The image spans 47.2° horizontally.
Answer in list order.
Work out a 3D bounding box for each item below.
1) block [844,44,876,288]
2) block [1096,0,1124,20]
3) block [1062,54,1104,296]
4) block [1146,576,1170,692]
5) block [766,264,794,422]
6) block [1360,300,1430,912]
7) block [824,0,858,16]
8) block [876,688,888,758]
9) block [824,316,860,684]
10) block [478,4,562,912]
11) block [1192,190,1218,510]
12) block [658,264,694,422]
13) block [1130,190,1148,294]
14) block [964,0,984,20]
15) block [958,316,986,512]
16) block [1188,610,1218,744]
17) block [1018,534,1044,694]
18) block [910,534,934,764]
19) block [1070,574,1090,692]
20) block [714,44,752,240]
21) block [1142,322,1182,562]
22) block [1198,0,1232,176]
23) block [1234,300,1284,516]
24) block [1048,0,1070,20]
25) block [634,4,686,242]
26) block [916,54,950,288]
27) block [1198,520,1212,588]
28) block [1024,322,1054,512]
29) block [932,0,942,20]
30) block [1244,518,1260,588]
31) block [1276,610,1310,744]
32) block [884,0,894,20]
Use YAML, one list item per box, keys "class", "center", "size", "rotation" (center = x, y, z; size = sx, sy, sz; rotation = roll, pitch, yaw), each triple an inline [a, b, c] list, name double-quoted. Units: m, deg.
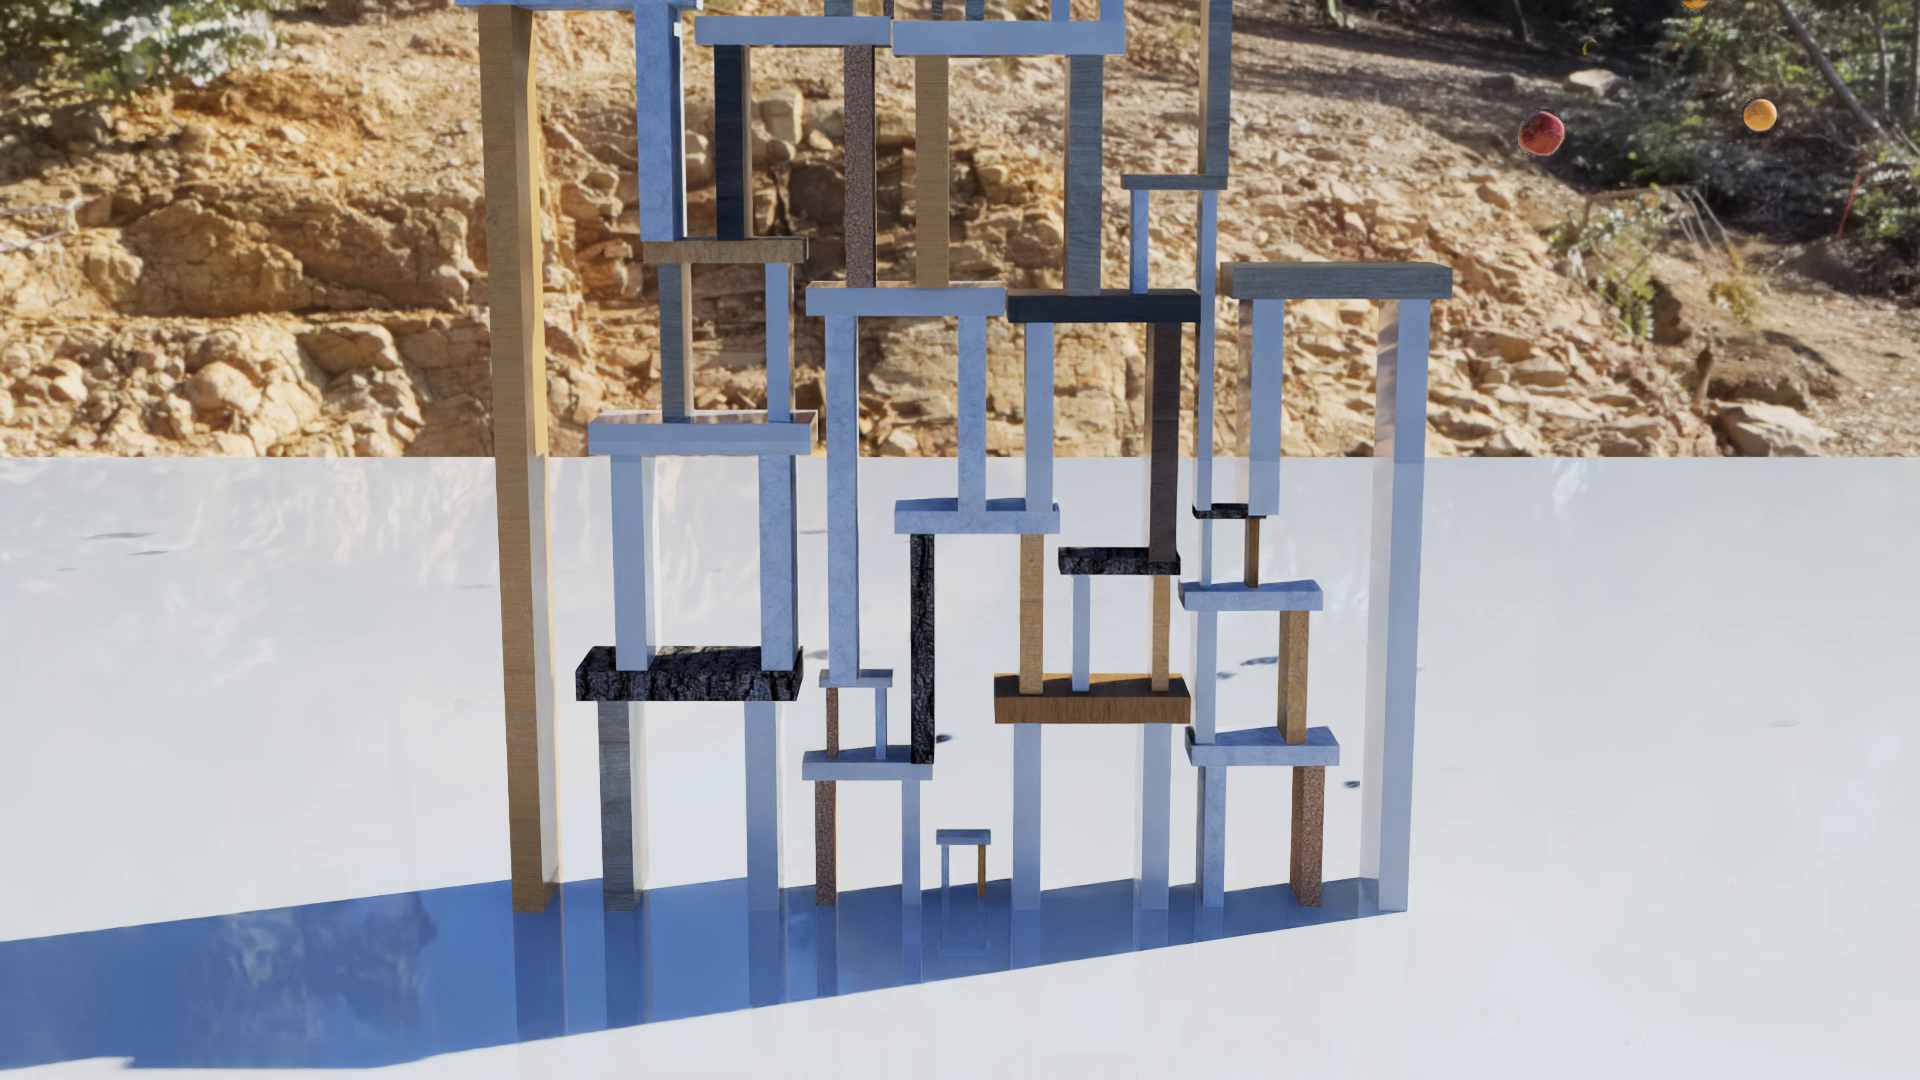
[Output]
- class: "block"
  center: [-0.156, -0.586, 3.450]
  size: [0.042, 0.368, 0.148]
  rotation: [0, 11, 0]
- class: "block"
  center: [0.230, -0.922, 3.385]
  size: [0.035, 0.248, 0.124]
  rotation: [0, 11, 0]
- class: "block"
  center: [0.192, -0.573, 3.454]
  size: [0.050, 0.365, 0.176]
  rotation: [0, 11, 0]
- class: "block"
  center: [0.324, 0.142, 3.588]
  size: [0.027, 0.193, 0.096]
  rotation: [0, 11, 0]
- class: "block"
  center: [-0.286, -0.320, 3.503]
  size: [0.035, 0.248, 0.124]
  rotation: [0, 11, -1]
- class: "block"
  center: [0.705, 0.101, 3.578]
  size: [0.048, 0.995, 0.170]
  rotation: [0, 11, 0]
- class: "block"
  center: [-0.184, -0.992, 3.377]
  size: [0.043, 0.373, 0.153]
  rotation: [0, 11, 0]
- class: "block"
  center: [-0.129, 0.293, 3.611]
  size: [0.017, 0.120, 0.060]
  rotation: [0, 11, 0]
- class: "block"
  center: [-0.188, -0.073, 3.547]
  size: [0.044, 0.589, 0.155]
  rotation: [0, 11, 0]
- class: "block"
  center: [-0.703, -0.117, 3.535]
  size: [0.050, 1.439, 0.177]
  rotation: [0, 11, 0]
- class: "block"
  center: [0.389, -0.303, 3.503]
  size: [0.023, 0.505, 0.081]
  rotation: [0, 11, 0]
- class: "block"
  center: [-0.451, -0.319, 3.501]
  size: [0.035, 0.248, 0.124]
  rotation: [0, 11, 0]
- class: "block"
  center: [0.282, -0.472, 3.472]
  size: [0.023, 0.161, 0.081]
  rotation: [0, 11, 0]
- class: "block"
  center: [0.022, -0.898, 3.391]
  size: [0.028, 0.197, 0.099]
  rotation: [0, 11, 0]
- class: "block"
  center: [0.019, -0.210, 3.522]
  size: [0.044, 0.310, 0.155]
  rotation: [0, 11, 0]
- class: "block"
  center: [0.397, 0.212, 3.601]
  size: [0.031, 0.221, 0.111]
  rotation: [0, 11, 0]
- class: "block"
  center: [0.115, 0.108, 3.581]
  size: [0.037, 0.263, 0.131]
  rotation: [0, 11, 0]
- class: "block"
  center: [-0.061, 0.165, 3.592]
  size: [0.037, 0.379, 0.131]
  rotation: [0, 11, 0]
- class: "block"
  center: [0.195, 0.142, 3.588]
  size: [0.027, 0.193, 0.096]
  rotation: [0, 11, 0]
- class: "block"
  center: [-0.354, -0.621, 3.444]
  size: [0.042, 0.296, 0.148]
  rotation: [0, 11, 0]
- class: "block"
  center: [0.322, -0.165, 3.530]
  size: [0.042, 0.379, 0.149]
  rotation: [0, 11, 0]
- class: "block"
  center: [0.397, -0.808, 3.406]
  size: [0.035, 0.479, 0.124]
  rotation: [0, 11, 0]
- class: "block"
  center: [0.478, -0.221, 3.516]
  size: [0.048, 0.339, 0.170]
  rotation: [0, 11, 0]
- class: "block"
  center: [0.153, -0.898, 3.391]
  size: [0.028, 0.197, 0.099]
  rotation: [0, 11, 0]
- class: "block"
  center: [-0.467, -0.650, 3.438]
  size: [0.050, 0.355, 0.177]
  rotation: [0, 10, 0]
- class: "block"
  center: [-0.043, -0.578, 3.451]
  size: [0.050, 0.353, 0.176]
  rotation: [0, 11, 0]
- class: "block"
  center: [0.397, 0.017, 3.564]
  size: [0.016, 0.113, 0.057]
  rotation: [0, 11, 0]
- class: "block"
  center: [0.125, -0.205, 3.522]
  size: [0.042, 0.299, 0.149]
  rotation: [0, 11, 0]
- class: "block"
  center: [-0.035, -0.860, 3.395]
  size: [0.016, 0.121, 0.057]
  rotation: [0, 11, 0]
- class: "block"
  center: [0.473, 0.017, 3.564]
  size: [0.016, 0.113, 0.057]
  rotation: [0, 11, 0]
- class: "block"
  center: [0.545, 0.212, 3.601]
  size: [0.031, 0.221, 0.111]
  rotation: [0, 11, 0]
- class: "block"
  center: [-0.110, -0.863, 3.394]
  size: [0.016, 0.113, 0.057]
  rotation: [0, 11, 0]
